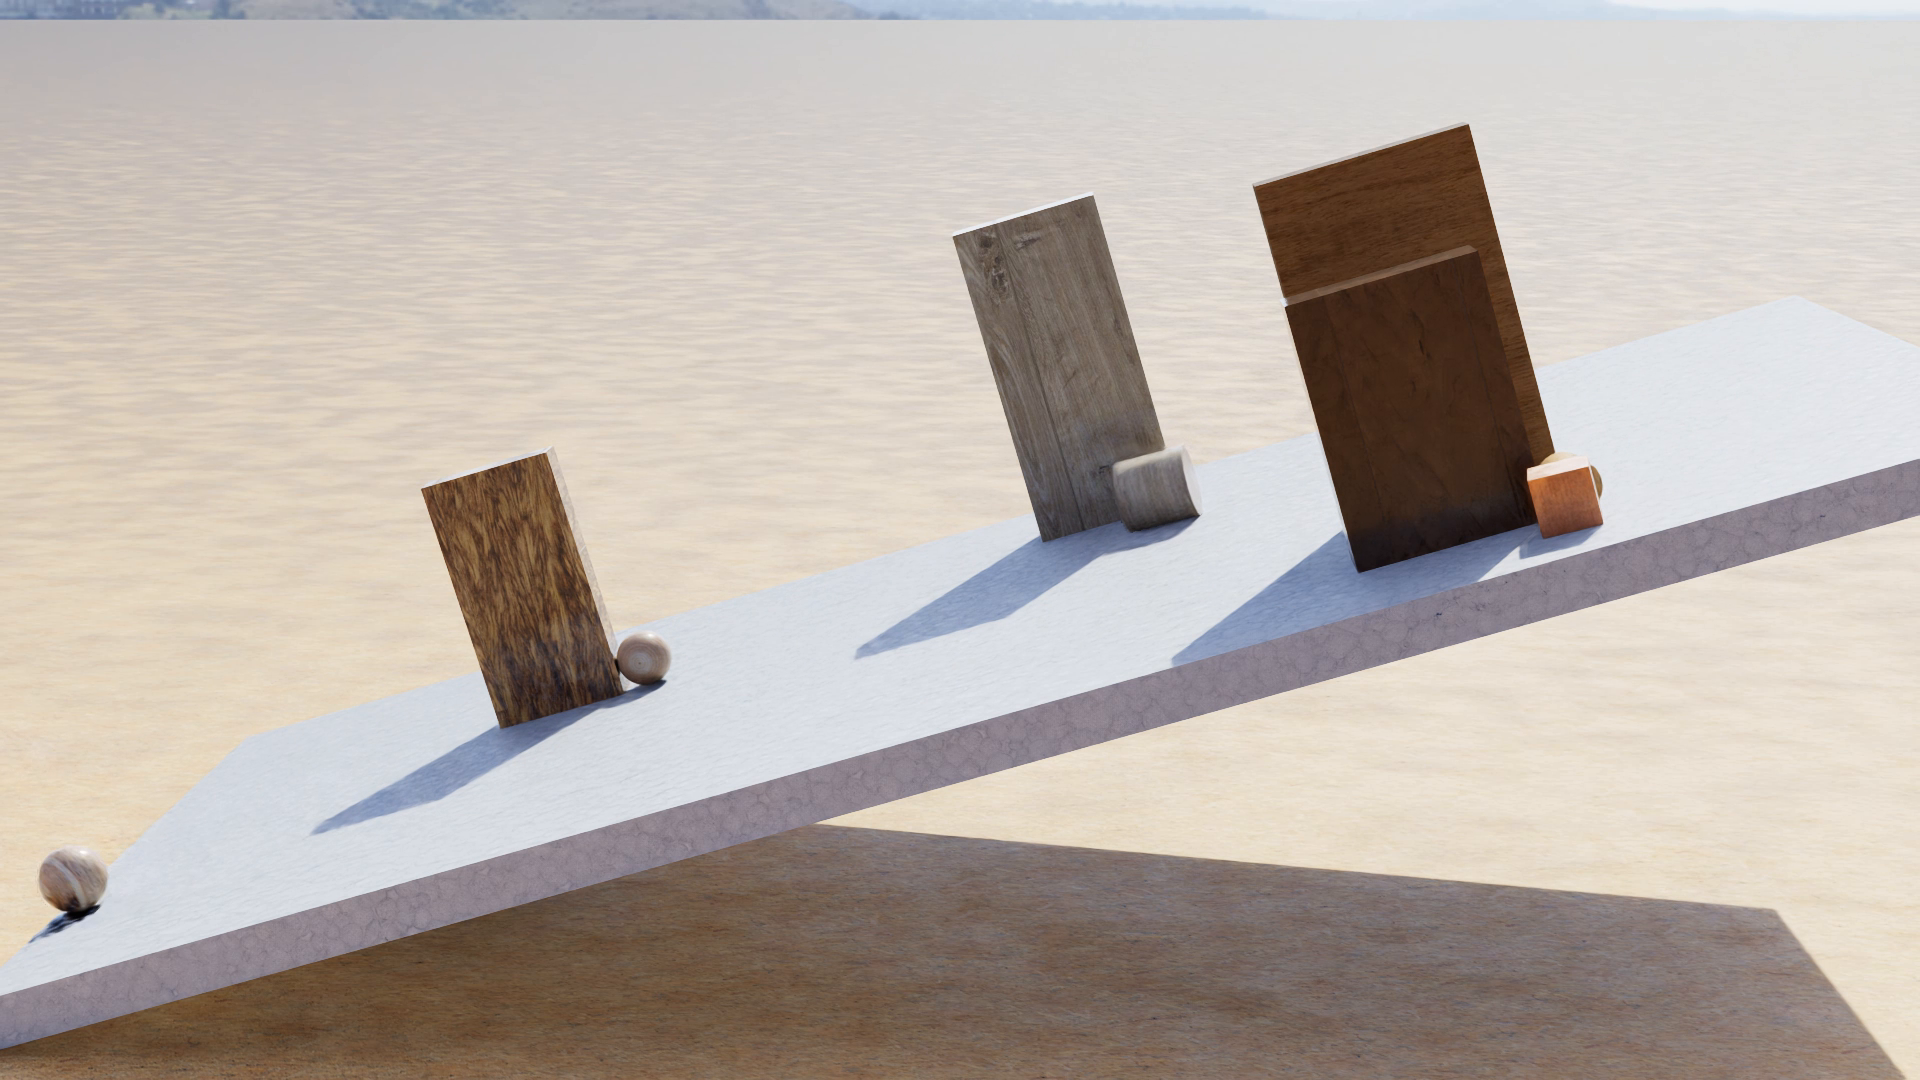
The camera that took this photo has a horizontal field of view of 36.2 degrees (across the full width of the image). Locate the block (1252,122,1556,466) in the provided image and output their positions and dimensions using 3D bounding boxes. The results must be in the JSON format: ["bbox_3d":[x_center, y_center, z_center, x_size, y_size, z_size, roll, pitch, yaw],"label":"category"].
[{"bbox_3d":[0.898,-0.424,5.916,0.436,0.730,0.088,-16,10,5],"label":"block"}]

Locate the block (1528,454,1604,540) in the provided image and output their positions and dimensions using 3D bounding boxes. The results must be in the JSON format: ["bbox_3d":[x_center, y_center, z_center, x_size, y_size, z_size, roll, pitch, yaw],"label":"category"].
[{"bbox_3d":[1.123,-0.081,5.456,0.113,0.113,0.113,-14,10,14],"label":"block"}]

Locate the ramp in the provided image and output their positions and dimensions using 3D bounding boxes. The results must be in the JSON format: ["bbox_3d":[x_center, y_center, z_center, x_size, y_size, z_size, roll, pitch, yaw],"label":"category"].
[{"bbox_3d":[0.091,0.187,6.320,4.000,0.100,2.000,-16,10,5],"label":"ramp"}]

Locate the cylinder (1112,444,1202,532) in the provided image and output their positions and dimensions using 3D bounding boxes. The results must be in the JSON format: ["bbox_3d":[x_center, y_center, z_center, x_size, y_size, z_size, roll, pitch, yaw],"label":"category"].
[{"bbox_3d":[0.445,-0.116,6.631,0.162,0.162,0.162,-14,7,14],"label":"cylinder"}]

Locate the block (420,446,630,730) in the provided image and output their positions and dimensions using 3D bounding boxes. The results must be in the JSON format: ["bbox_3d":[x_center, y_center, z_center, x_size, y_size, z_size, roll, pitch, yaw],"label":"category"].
[{"bbox_3d":[-0.967,0.106,6.566,0.292,0.569,0.096,-16,10,5],"label":"block"}]

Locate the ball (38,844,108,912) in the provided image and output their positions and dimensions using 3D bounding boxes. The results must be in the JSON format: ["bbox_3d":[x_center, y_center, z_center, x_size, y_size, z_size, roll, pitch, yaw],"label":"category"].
[{"bbox_3d":[-1.807,0.690,5.996,0.138,0.138,0.138,0,11,0],"label":"ball"}]

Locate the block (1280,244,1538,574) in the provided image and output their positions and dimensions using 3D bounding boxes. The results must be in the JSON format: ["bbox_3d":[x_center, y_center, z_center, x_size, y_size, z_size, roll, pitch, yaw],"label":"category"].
[{"bbox_3d":[0.863,-0.249,5.598,0.373,0.530,0.127,-16,10,5],"label":"block"}]

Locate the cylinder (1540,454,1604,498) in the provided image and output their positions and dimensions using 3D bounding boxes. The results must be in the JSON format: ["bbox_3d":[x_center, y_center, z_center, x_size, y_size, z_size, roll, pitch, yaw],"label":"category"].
[{"bbox_3d":[1.153,-0.107,5.571,0.106,0.106,0.106,0,6,-2],"label":"cylinder"}]

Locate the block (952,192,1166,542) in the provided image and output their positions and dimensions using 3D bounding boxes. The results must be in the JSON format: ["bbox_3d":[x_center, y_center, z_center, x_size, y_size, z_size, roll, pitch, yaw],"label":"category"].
[{"bbox_3d":[0.250,-0.402,6.839,0.336,0.743,0.118,-16,10,5],"label":"block"}]

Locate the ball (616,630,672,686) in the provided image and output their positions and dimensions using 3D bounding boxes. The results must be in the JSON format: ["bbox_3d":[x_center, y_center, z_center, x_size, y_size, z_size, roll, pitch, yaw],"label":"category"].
[{"bbox_3d":[-0.705,0.263,6.570,0.123,0.123,0.123,0,11,0],"label":"ball"}]
